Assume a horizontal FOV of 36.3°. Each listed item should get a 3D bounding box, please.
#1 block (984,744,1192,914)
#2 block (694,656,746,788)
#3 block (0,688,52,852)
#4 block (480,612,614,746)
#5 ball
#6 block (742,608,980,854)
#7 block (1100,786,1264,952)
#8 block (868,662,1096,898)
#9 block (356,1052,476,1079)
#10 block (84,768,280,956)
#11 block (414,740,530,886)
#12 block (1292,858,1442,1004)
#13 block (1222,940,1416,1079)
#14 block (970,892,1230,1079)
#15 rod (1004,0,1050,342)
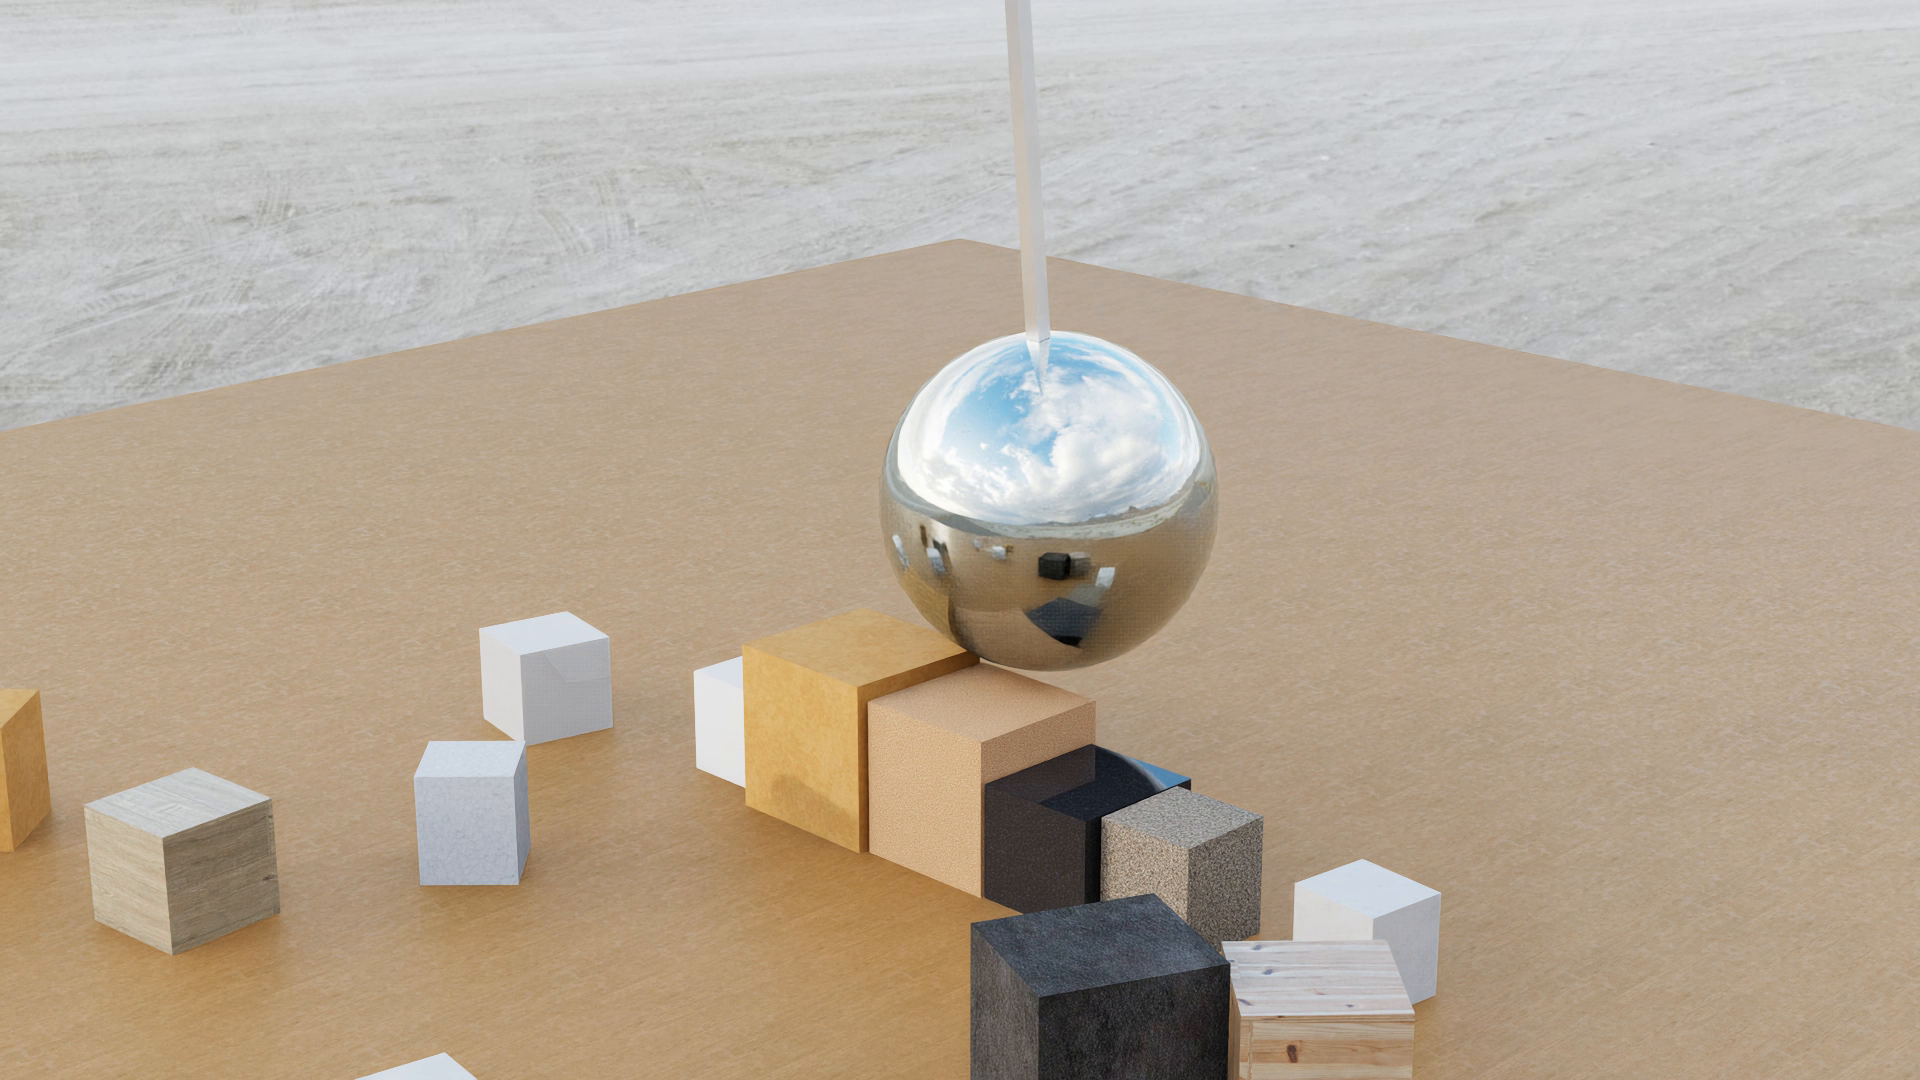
[{"bbox_3d":[0.573,1.340,13.159,0.698,0.553,0.606,-17,24,-42],"label":"block"},{"bbox_3d":[-0.944,0.899,14.625,0.524,0.516,0.542,-17,24,-42],"label":"block"},{"bbox_3d":[-4.694,1.082,13.874,0.563,0.617,0.515,1,17,3],"label":"block"},{"bbox_3d":[-2.151,0.716,15.237,0.505,0.497,0.492,-11,21,-32],"label":"block"},{"bbox_3d":[0.414,-0.182,13.719,1.600,1.600,1.600,0,17,0],"label":"ball"},{"bbox_3d":[-0.473,0.898,14.107,0.789,0.828,0.818,-16,24,-42],"label":"block"},{"bbox_3d":[0.964,1.461,12.777,0.491,0.551,0.503,16,24,42],"label":"block"},{"bbox_3d":[0.101,1.097,13.600,0.730,0.751,0.756,17,24,42],"label":"block"},{"bbox_3d":[-1.979,2.221,10.490,0.578,0.473,0.502,-12,21,-34],"label":"block"},{"bbox_3d":[-3.429,1.409,12.942,0.570,0.551,0.575,14,22,38],"label":"block"},{"bbox_3d":[-2.236,1.252,13.479,0.447,0.529,0.441,0,17,-1],"label":"block"},{"bbox_3d":[1.695,1.669,12.256,0.404,0.466,0.447,-14,22,-37],"label":"block"},{"bbox_3d":[1.329,1.946,11.055,0.634,0.658,0.632,0,17,-2],"label":"block"},{"bbox_3d":[0.523,1.871,11.162,0.771,0.738,0.679,-7,19,-20],"label":"block"},{"bbox_3d":[0.180,-3.340,12.480,0.080,5.200,0.080,17,30,42],"label":"rod"}]
